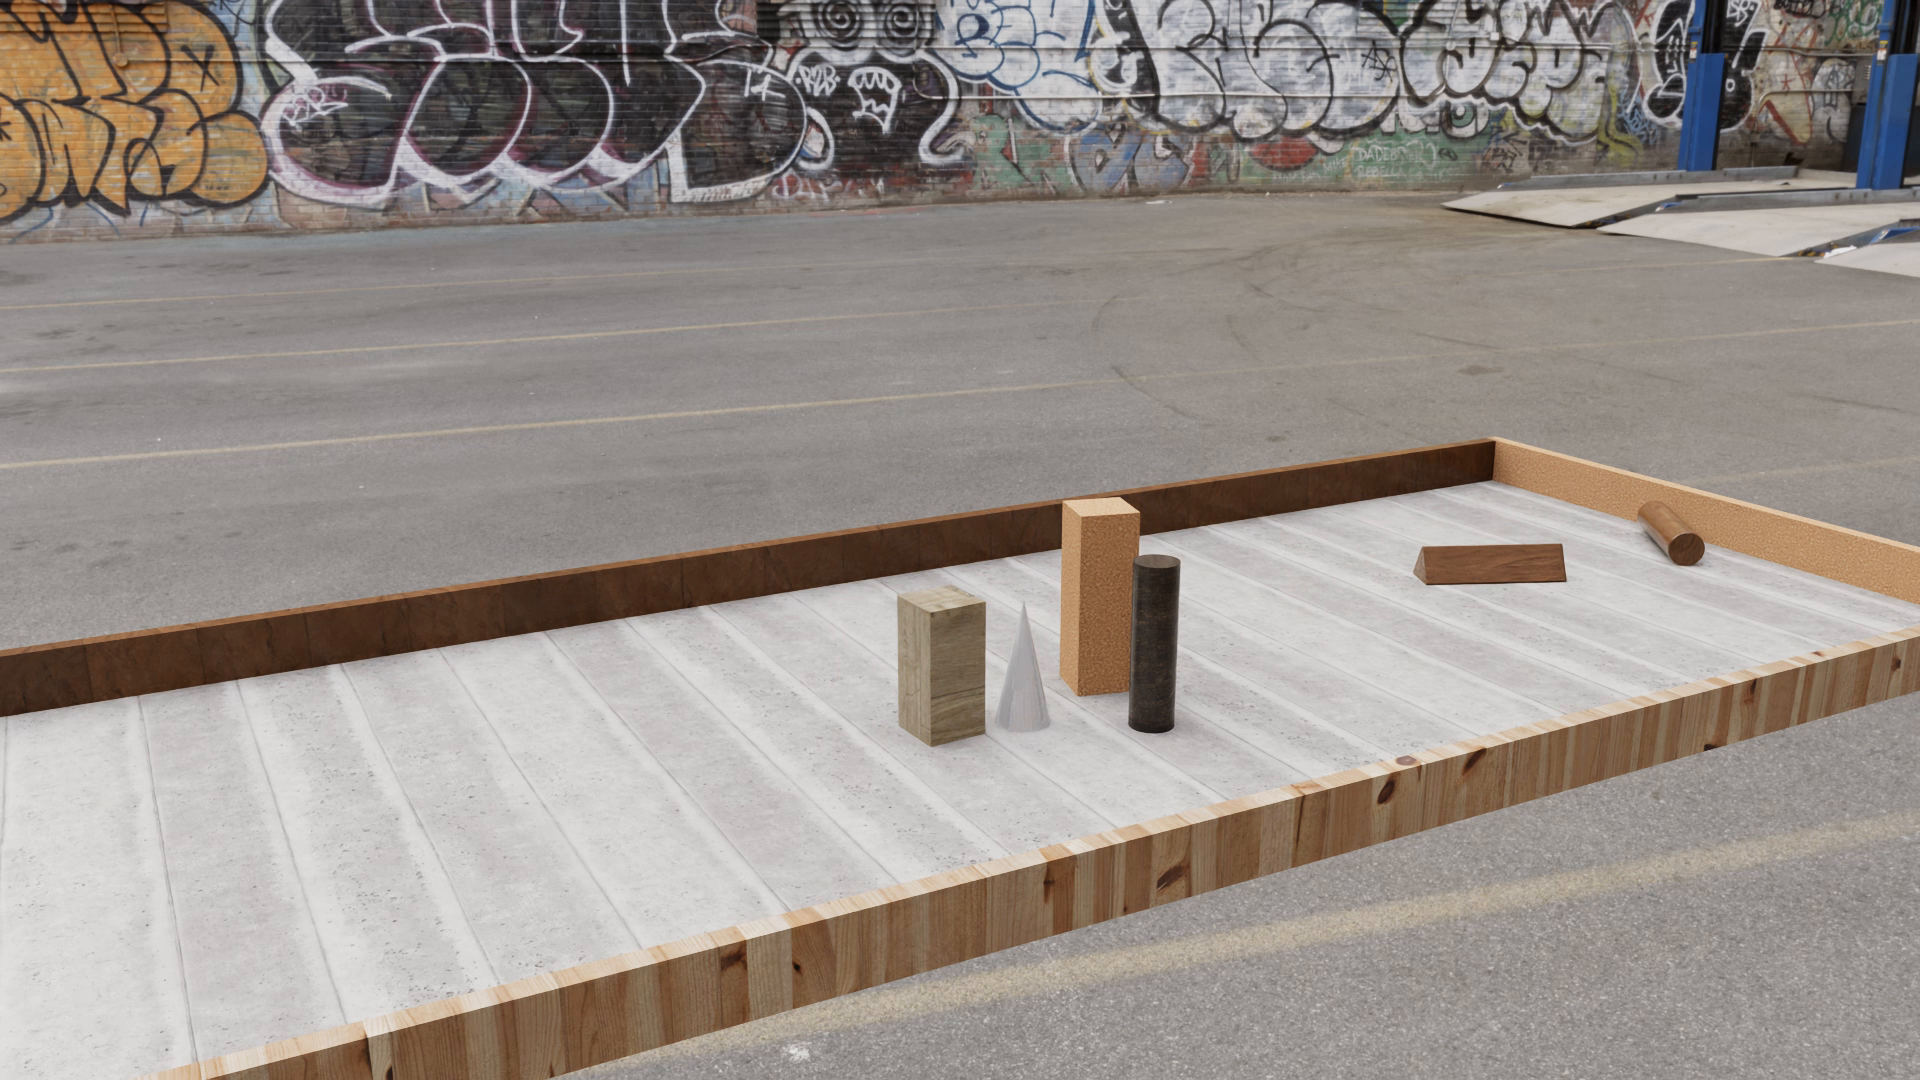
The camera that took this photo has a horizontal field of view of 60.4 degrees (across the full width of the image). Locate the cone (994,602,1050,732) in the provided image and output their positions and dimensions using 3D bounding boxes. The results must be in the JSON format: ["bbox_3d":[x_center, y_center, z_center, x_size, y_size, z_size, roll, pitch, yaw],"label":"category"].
[{"bbox_3d":[0.148,0.282,3.853,0.132,0.305,0.132,0,16,0],"label":"cone"}]

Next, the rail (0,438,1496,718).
[{"bbox_3d":[-3.305,0.497,3.399,12.000,0.150,0.050,-9,18,-27],"label":"rail"}]

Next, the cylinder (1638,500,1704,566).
[{"bbox_3d":[2.261,-0.025,5.254,0.105,0.105,0.392,2,17,8],"label":"cylinder"}]

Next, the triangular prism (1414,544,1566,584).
[{"bbox_3d":[1.594,0.063,4.952,0.428,0.101,0.117,-1,17,-4],"label":"triangular prism"}]

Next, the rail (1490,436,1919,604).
[{"bbox_3d":[2.466,-0.048,5.253,0.050,0.150,2.100,-9,18,-27],"label":"rail"}]

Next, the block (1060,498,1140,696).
[{"bbox_3d":[0.342,0.139,4.069,0.148,0.459,0.148,-4,17,-14],"label":"block"}]

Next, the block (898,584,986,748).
[{"bbox_3d":[-0.043,0.288,3.803,0.147,0.323,0.147,-10,19,-30],"label":"block"}]

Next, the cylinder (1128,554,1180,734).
[{"bbox_3d":[0.450,0.241,3.822,0.109,0.402,0.109,0,16,0],"label":"cylinder"}]

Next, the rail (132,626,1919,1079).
[{"bbox_3d":[-2.336,1.006,1.665,12.000,0.150,0.050,-9,18,-27],"label":"rail"}]
